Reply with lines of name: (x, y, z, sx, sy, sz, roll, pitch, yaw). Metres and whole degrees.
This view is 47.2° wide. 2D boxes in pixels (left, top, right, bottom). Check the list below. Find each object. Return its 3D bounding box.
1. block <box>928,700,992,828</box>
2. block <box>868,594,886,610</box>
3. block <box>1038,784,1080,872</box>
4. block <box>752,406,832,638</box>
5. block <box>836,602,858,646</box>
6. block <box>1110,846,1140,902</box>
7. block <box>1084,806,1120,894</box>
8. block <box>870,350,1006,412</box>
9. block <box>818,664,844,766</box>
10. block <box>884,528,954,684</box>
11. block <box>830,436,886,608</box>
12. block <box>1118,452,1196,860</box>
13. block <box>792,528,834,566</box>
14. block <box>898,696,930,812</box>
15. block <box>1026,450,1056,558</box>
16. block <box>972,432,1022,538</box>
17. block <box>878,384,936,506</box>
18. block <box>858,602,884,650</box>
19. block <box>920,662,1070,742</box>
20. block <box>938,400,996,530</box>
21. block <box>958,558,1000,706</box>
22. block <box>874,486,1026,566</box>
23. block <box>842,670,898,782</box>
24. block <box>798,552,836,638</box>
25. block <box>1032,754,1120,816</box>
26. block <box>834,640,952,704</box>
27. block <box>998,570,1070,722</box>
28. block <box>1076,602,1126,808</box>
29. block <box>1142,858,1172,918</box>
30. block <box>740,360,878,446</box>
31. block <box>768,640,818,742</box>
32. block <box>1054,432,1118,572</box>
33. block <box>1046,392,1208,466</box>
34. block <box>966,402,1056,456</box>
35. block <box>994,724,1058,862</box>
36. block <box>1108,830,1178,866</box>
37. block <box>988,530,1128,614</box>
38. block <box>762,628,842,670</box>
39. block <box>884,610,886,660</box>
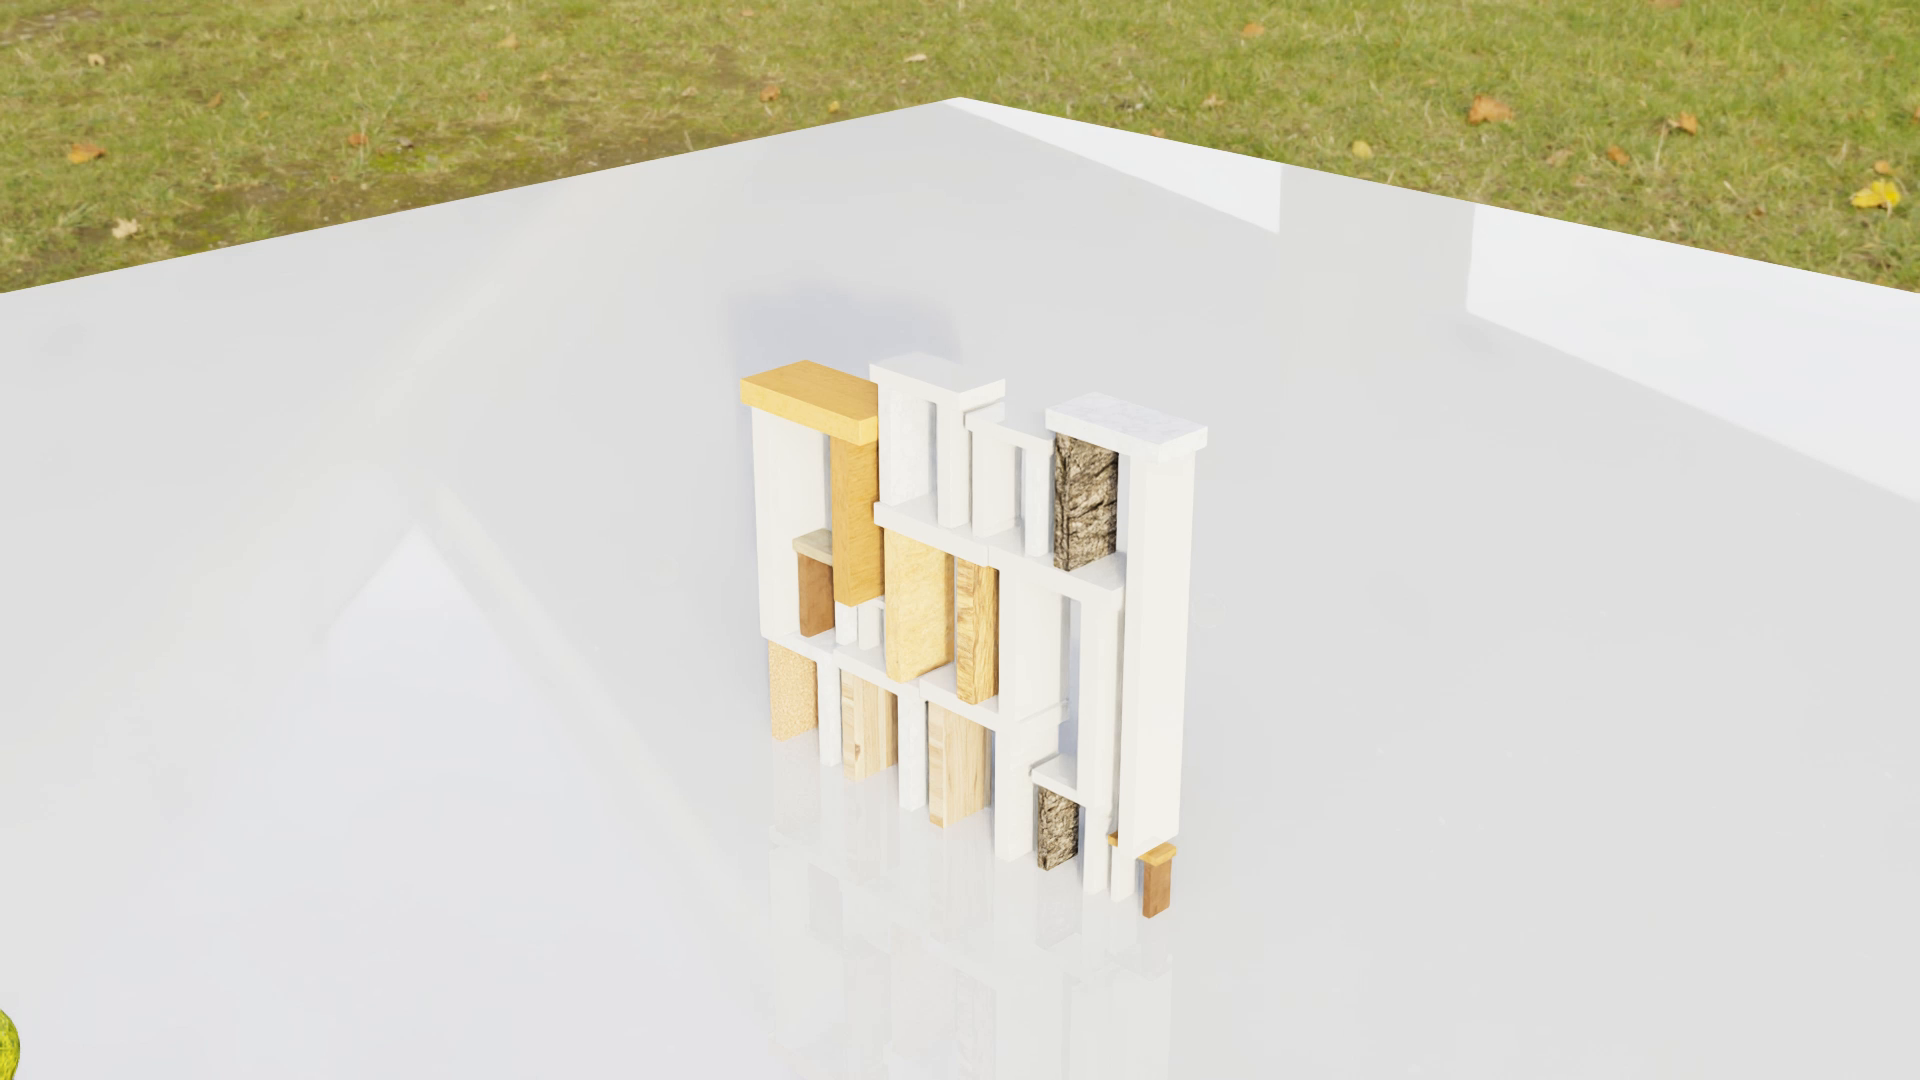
block: (0.001, 0.428, 4.403, 0.039, 0.274, 0.137, 21, 31, 41)
block: (-0.155, 0.116, 4.442, 0.056, 0.016, 0.113, -21, 31, -41)
block: (0.191, 0.542, 4.253, 0.026, 0.180, 0.090, 21, 31, 41)
block: (-0.339, -0.055, 4.565, 0.050, 0.502, 0.176, 21, 31, 41)
block: (-0.217, 0.125, 4.515, 0.084, 0.168, 0.024, -21, 31, -41)
block: (0.312, 0.620, 4.150, 0.017, 0.118, 0.059, 21, 31, 41)
block: (0.276, 0.575, 4.175, 0.026, 0.180, 0.090, 22, 31, 40)
block: (-0.043, -0.302, 4.137, 0.121, 0.034, 0.241, -21, 31, -41)
block: (-0.243, 0.350, 4.637, 0.033, 0.234, 0.117, 21, 31, 41)
block: (-0.078, 0.110, 4.351, 0.042, 0.323, 0.149, 21, 31, 41)
block: (-0.172, -0.059, 4.383, 0.050, 0.353, 0.176, 21, 31, 41)
block: (0.350, 0.204, 3.935, 0.037, 0.781, 0.130, 21, 31, 41)
block: (-0.257, 0.021, 4.514, 0.168, 0.024, 0.084, 21, 31, 41)
block: (-0.067, 0.413, 4.465, 0.036, 0.252, 0.126, 21, 31, 41)
block: (0.165, -0.079, 4.006, 0.029, 0.202, 0.101, 21, 31, 40)
block: (0.069, -0.115, 4.095, 0.101, 0.206, 0.029, -21, 31, -41)
block: (-0.100, -0.197, 4.243, 0.121, 0.241, 0.034, -21, 31, -41)
block: (-0.181, 0.165, 4.491, 0.016, 0.112, 0.056, 21, 31, 41)
block: (0.066, 0.309, 4.283, 0.274, 0.039, 0.137, 21, 31, 41)
block: (0.013, -0.153, 4.138, 0.034, 0.241, 0.121, 21, 31, 41)
block: (0.062, 0.154, 4.217, 0.042, 0.299, 0.149, 21, 31, 41)
block: (-0.008, -0.031, 4.215, 0.299, 0.042, 0.149, 21, 31, 41)
block: (-0.185, 0.366, 4.575, 0.036, 0.252, 0.126, 21, 31, 41)
block: (-0.296, 0.103, 4.592, 0.084, 0.189, 0.024, -21, 31, -41)
block: (0.234, 0.463, 4.174, 0.180, 0.025, 0.090, 21, 31, 39)
block: (-0.126, 0.257, 4.464, 0.252, 0.036, 0.126, 21, 31, 41)
block: (0.142, 0.179, 4.153, 0.043, 0.302, 0.151, 21, 31, 41)
block: (0.286, 0.283, 4.045, 0.043, 0.408, 0.151, 21, 31, 41)
block: (0.368, 0.641, 4.099, 0.017, 0.118, 0.059, 21, 31, 41)
block: (-0.255, -0.277, 4.381, 0.353, 0.050, 0.176, 21, 31, 40)
block: (-0.354, 0.307, 4.738, 0.033, 0.234, 0.117, 21, 31, 41)
block: (0.227, -0.085, 3.947, 0.037, 0.259, 0.130, 21, 31, 40)
block: (0.288, -0.196, 3.832, 0.259, 0.037, 0.130, 21, 31, 40)
block: (0.118, -0.204, 4.006, 0.203, 0.029, 0.101, 21, 31, 40)
block: (0.130, 0.478, 4.284, 0.039, 0.274, 0.137, 21, 31, 41)
block: (0.340, 0.568, 4.098, 0.118, 0.017, 0.059, 21, 31, 41)
block: (0.213, 0.048, 4.021, 0.301, 0.043, 0.151, 21, 31, 40)
block: (-0.298, 0.205, 4.635, 0.234, 0.033, 0.117, 21, 31, 41)
block: (-0.128, 0.186, 4.443, 0.016, 0.113, 0.056, 21, 31, 41)
